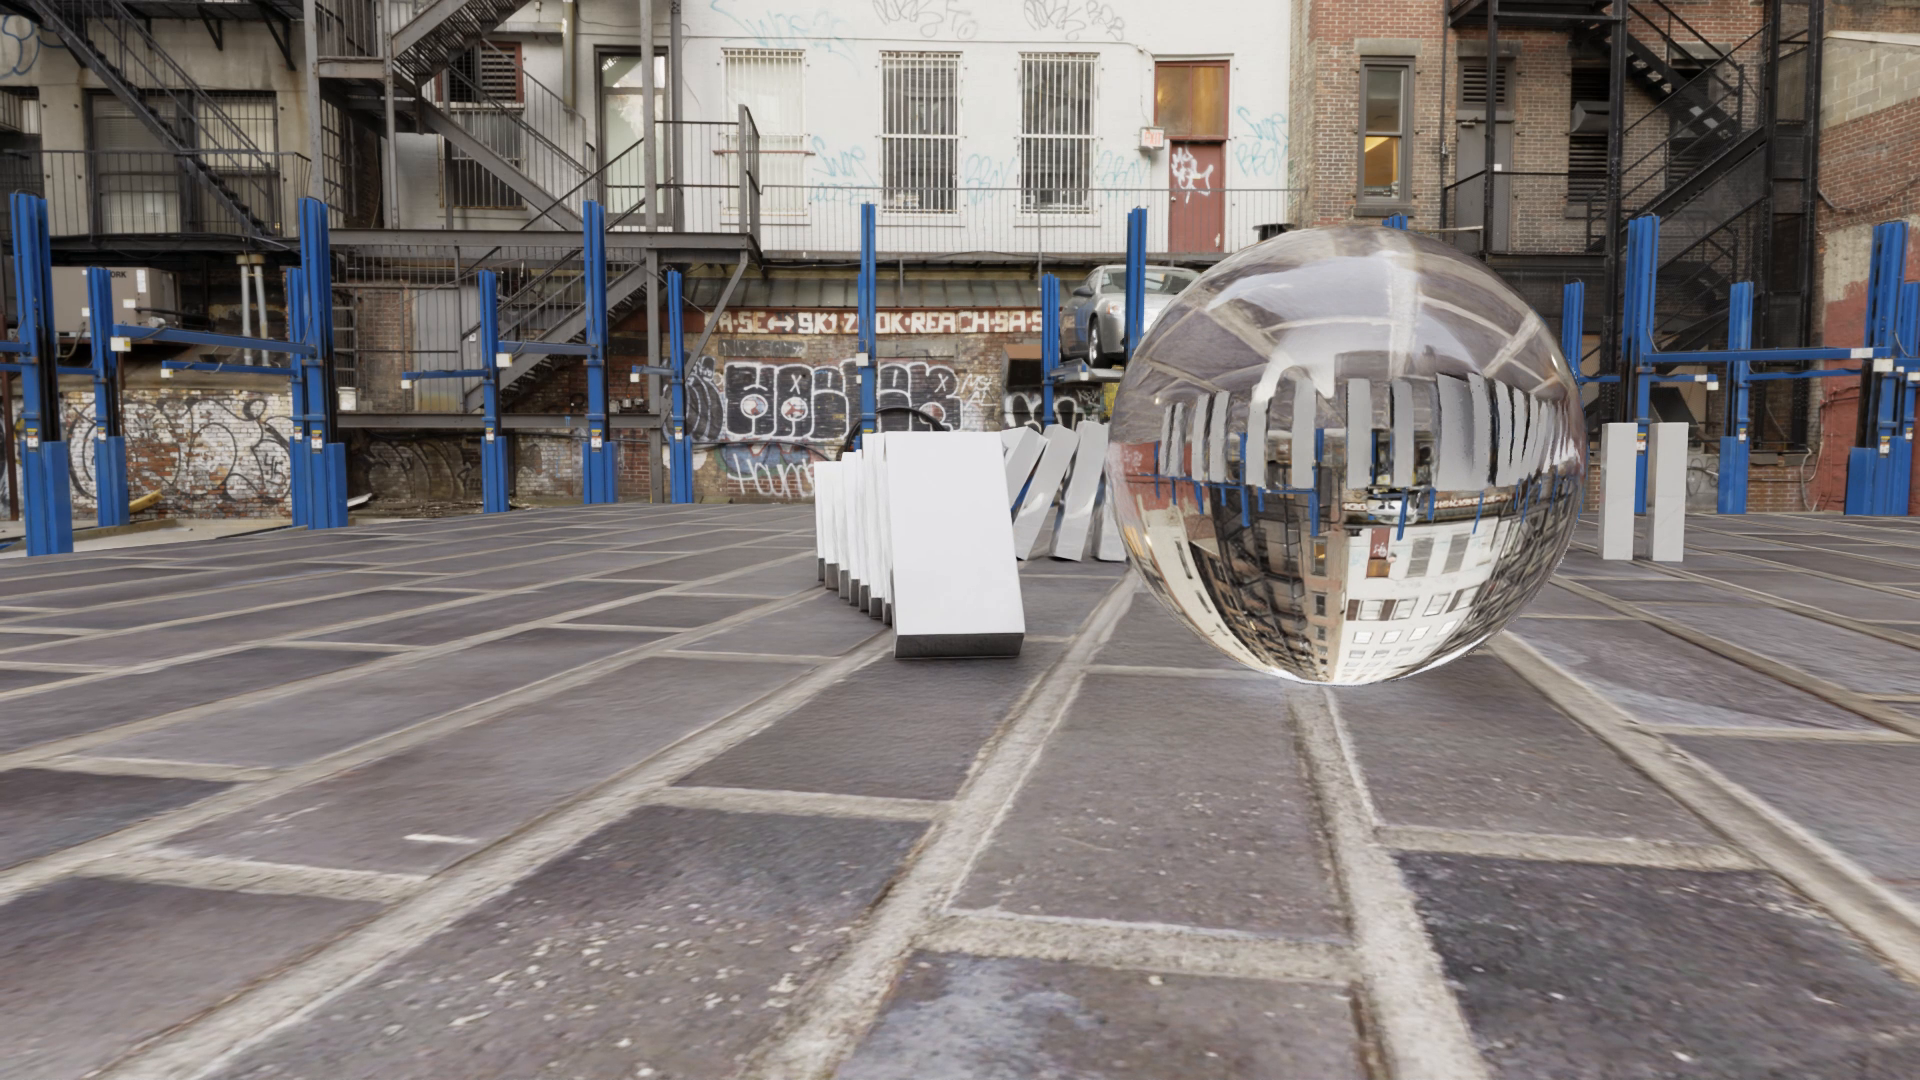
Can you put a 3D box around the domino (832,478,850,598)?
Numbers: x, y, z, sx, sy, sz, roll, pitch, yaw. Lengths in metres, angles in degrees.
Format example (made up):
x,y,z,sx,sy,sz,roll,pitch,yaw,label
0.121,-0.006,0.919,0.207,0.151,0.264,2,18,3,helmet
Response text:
x,y,z,sx,sy,sz,roll,pitch,yaw,label
-0.024,-0.002,0.374,0.025,0.009,0.050,-1,33,-8,domino

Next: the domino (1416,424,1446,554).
x,y,z,sx,sy,sz,roll,pitch,yaw,label
0.185,-0.020,0.504,0.009,0.050,0.025,2,5,19,domino

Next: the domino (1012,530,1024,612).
x,y,z,sx,sy,sz,roll,pitch,yaw,label
-0.002,-0.001,0.278,0.025,0.050,0.010,-1,-34,-7,domino

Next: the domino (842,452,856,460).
x,y,z,sx,sy,sz,roll,pitch,yaw,label
-0.030,-0.010,0.438,0.025,0.010,0.050,0,44,5,domino

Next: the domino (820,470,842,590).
x,y,z,sx,sy,sz,roll,pitch,yaw,label
-0.030,-0.004,0.395,0.025,0.009,0.050,-1,35,-8,domino

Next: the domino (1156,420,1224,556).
x,y,z,sx,sy,sz,roll,pitch,yaw,label
0.085,-0.020,0.485,0.025,0.050,0.009,4,2,11,domino

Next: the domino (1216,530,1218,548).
x,y,z,sx,sy,sz,roll,pitch,yaw,label
0.099,-0.022,0.528,0.010,0.050,0.025,0,4,3,domino

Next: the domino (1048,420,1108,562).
x,y,z,sx,sy,sz,roll,pitch,yaw,label
0.044,-0.019,0.475,0.010,0.050,0.025,13,4,-2,domino

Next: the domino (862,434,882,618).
x,y,z,sx,sy,sz,roll,pitch,yaw,label
-0.011,-0.004,0.326,0.025,0.050,0.009,-1,-34,-8,domino

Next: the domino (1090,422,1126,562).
x,y,z,sx,sy,sz,roll,pitch,yaw,label
0.057,-0.018,0.474,0.010,0.050,0.025,5,4,-2,domino

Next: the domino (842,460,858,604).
x,y,z,sx,sy,sz,roll,pitch,yaw,label
-0.019,-0.003,0.356,0.025,0.010,0.050,-1,42,-8,domino

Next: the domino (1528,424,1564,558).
x,y,z,sx,sy,sz,roll,pitch,yaw,label
0.223,-0.019,0.490,0.010,0.050,0.025,2,5,21,domino

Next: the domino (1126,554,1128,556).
x,y,z,sx,sy,sz,roll,pitch,yaw,label
0.070,-0.018,0.473,0.010,0.050,0.025,3,3,-19,domino

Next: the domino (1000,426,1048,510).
x,y,z,sx,sy,sz,roll,pitch,yaw,label
0.012,-0.018,0.476,0.010,0.050,0.025,32,-10,-18,domino

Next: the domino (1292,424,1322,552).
x,y,z,sx,sy,sz,roll,pitch,yaw,label
0.140,-0.021,0.518,0.010,0.050,0.025,1,4,17,domino

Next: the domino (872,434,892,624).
x,y,z,sx,sy,sz,roll,pitch,yaw,label
-0.007,-0.004,0.314,0.025,0.050,0.010,-1,-34,-8,domino

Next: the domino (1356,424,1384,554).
x,y,z,sx,sy,sz,roll,pitch,yaw,label
0.163,-0.021,0.511,0.010,0.050,0.025,1,4,17,domino

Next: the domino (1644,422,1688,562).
x,y,z,sx,sy,sz,roll,pitch,yaw,label
0.261,-0.018,0.475,0.009,0.050,0.025,2,5,22,domino

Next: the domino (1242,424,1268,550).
x,y,z,sx,sy,sz,roll,pitch,yaw,label
0.121,-0.022,0.524,0.010,0.050,0.025,1,4,14,domino

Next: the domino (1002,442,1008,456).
x,y,z,sx,sy,sz,roll,pitch,yaw,label
-0.004,-0.016,0.469,0.025,0.050,0.010,3,-30,43,domino

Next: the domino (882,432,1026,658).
x,y,z,sx,sy,sz,roll,pitch,yaw,label
-0.002,0.000,0.266,0.025,0.050,0.009,-1,-34,-7,domino

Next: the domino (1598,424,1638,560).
x,y,z,sx,sy,sz,roll,pitch,yaw,label
0.246,-0.019,0.481,0.010,0.050,0.025,2,5,22,domino

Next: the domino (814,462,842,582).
x,y,z,sx,sy,sz,roll,pitch,yaw,label
-0.034,-0.007,0.416,0.025,0.009,0.050,-1,39,-8,domino

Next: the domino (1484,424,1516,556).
x,y,z,sx,sy,sz,roll,pitch,yaw,label
0.208,-0.020,0.496,0.010,0.050,0.025,2,5,21,domino

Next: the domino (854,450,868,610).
x,y,z,sx,sy,sz,roll,pitch,yaw,label
-0.015,-0.003,0.341,0.025,0.010,0.050,1,46,-7,domino

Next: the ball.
x,y,z,sx,sy,sz,roll,pitch,yaw,label
0.066,-0.014,0.226,0.080,0.080,0.080,0,4,0,ball

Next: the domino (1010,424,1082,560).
x,y,z,sx,sy,sz,roll,pitch,yaw,label
0.029,-0.018,0.477,0.010,0.050,0.025,23,2,-7,domino
